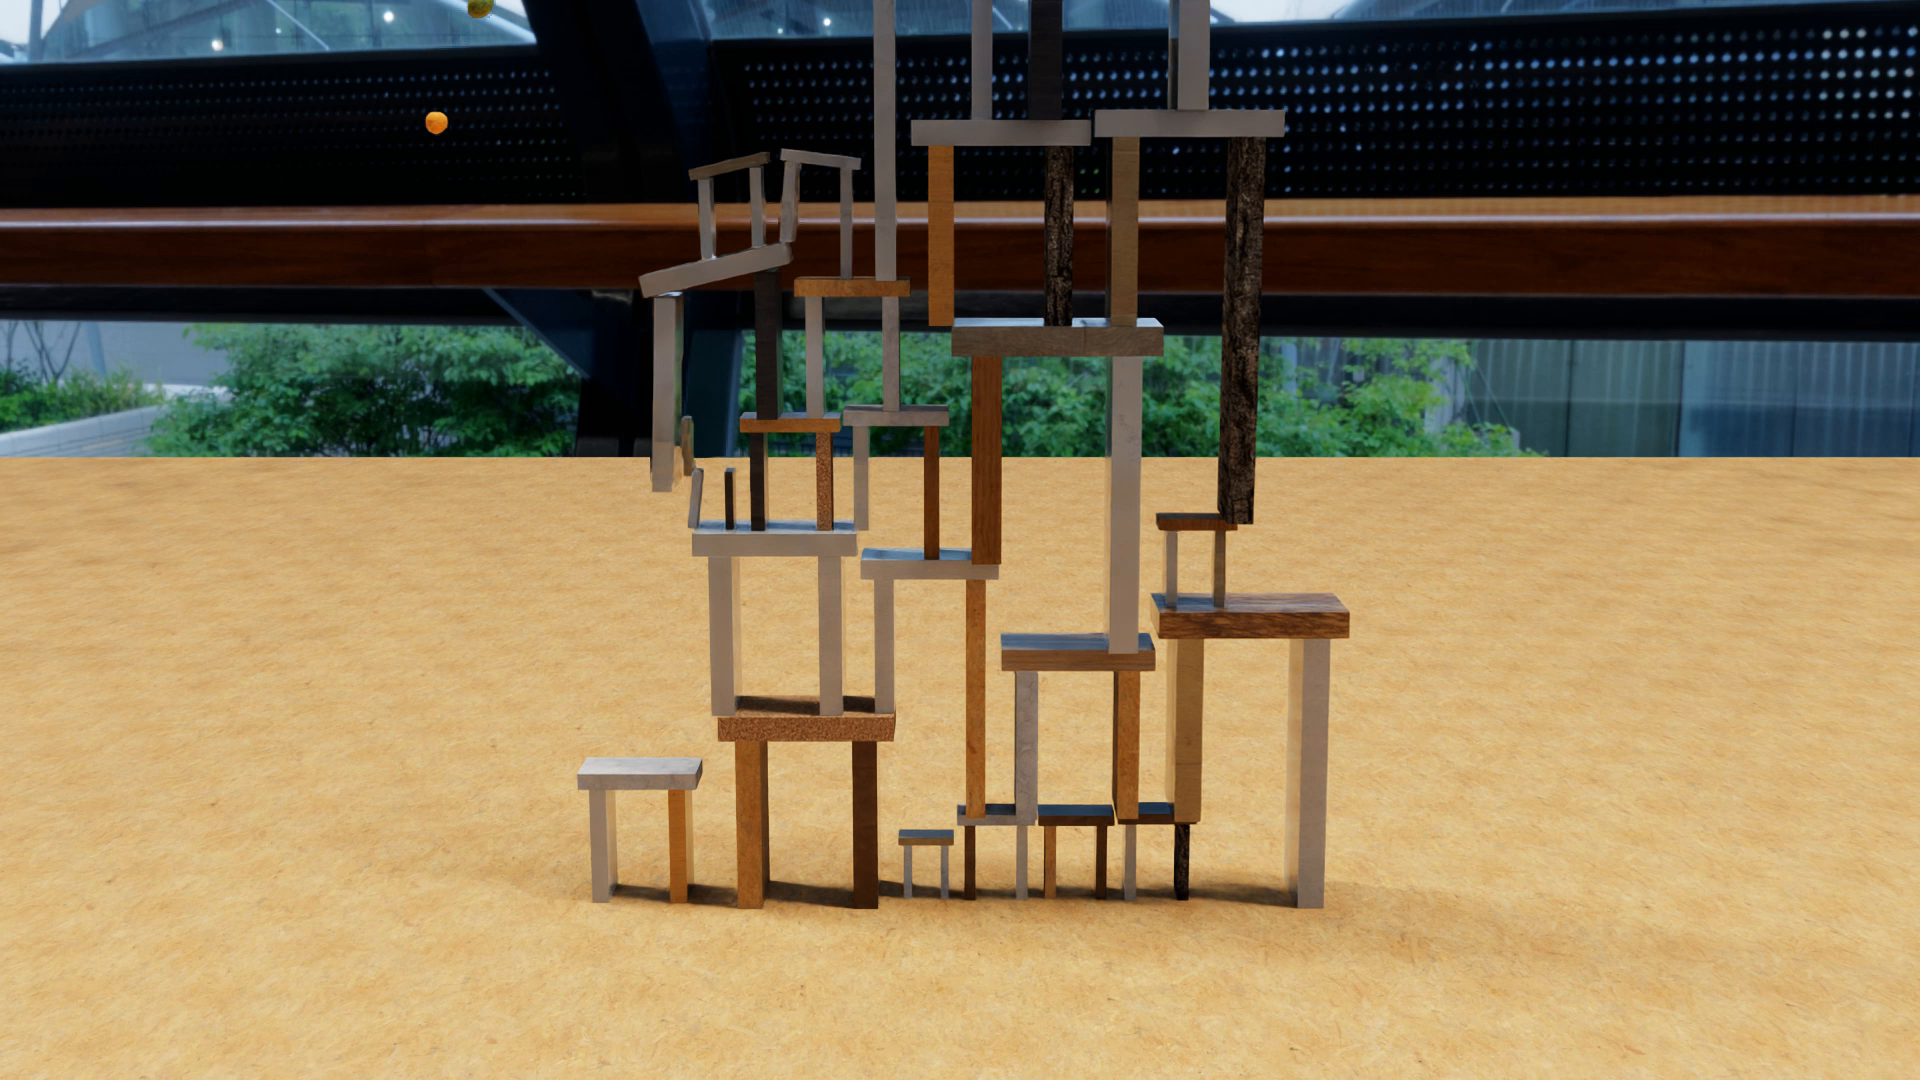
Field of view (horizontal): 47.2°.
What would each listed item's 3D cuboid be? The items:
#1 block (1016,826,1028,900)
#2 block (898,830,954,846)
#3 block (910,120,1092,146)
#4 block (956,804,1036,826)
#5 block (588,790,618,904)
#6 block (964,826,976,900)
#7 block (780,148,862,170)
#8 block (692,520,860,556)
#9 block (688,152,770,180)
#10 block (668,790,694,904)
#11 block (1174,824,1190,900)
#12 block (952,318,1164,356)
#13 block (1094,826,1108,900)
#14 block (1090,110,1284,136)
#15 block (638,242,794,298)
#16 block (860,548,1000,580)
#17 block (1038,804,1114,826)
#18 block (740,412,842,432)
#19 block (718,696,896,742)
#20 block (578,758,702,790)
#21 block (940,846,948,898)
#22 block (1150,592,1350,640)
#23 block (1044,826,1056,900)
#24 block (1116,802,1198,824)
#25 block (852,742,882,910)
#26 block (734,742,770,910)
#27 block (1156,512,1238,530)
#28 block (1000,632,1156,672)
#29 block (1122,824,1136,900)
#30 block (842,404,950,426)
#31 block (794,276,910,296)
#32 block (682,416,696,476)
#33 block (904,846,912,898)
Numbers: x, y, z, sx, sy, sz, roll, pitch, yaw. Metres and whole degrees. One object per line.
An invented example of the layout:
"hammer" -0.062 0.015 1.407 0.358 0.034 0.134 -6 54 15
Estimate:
"block" 0.102 0.527 3.657 0.018 0.129 0.064 0 11 0
"block" -0.056 0.494 3.649 0.092 0.013 0.046 0 11 0
"block" 0.063 -0.637 3.442 0.276 0.039 0.138 0 11 0
"block" 0.059 0.455 3.644 0.129 0.018 0.064 0 10 0
"block" -0.592 0.494 3.654 0.027 0.194 0.097 0 11 0
"block" 0.016 0.527 3.657 0.018 0.129 0.064 0 11 0
"block" -0.217 -0.597 3.446 0.124 0.018 0.062 7 10 -1
"block" -0.295 -0.004 3.558 0.262 0.037 0.131 0 11 0
"block" -0.361 -0.587 3.454 0.123 0.017 0.062 -13 10 2
"block" -0.463 0.494 3.654 0.027 0.194 0.097 0 11 0
"block" 0.369 0.526 3.656 0.018 0.130 0.065 0 11 0
"block" 0.151 -0.323 3.496 0.329 0.047 0.165 0 11 0
"block" 0.234 0.527 3.662 0.018 0.126 0.063 0 11 0
"block" 0.352 -0.651 3.434 0.290 0.041 0.145 0 11 0
"block" -0.384 -0.430 3.477 0.232 0.033 0.116 -13 10 2
"block" -0.048 0.038 3.571 0.221 0.031 0.111 0 10 0
"block" 0.192 0.457 3.648 0.126 0.018 0.063 0 11 0
"block" -0.270 -0.189 3.523 0.158 0.022 0.079 0 11 0
"block" -0.249 0.292 3.610 0.284 0.040 0.142 0 11 0
"block" -0.528 0.386 3.634 0.194 0.027 0.097 0 11 0
"block" -0.025 0.545 3.659 0.013 0.092 0.046 0 11 0
"block" 0.469 0.123 3.584 0.304 0.043 0.152 0 11 -1
"block" 0.150 0.527 3.662 0.018 0.126 0.063 0 11 0
"block" 0.324 0.453 3.643 0.131 0.018 0.065 0 11 0
"block" -0.154 0.451 3.640 0.040 0.283 0.142 0 11 0
"block" -0.343 0.451 3.640 0.040 0.284 0.142 0 11 0
"block" 0.381 -0.030 3.551 0.125 0.018 0.063 0 11 -1
"block" 0.191 0.183 3.596 0.247 0.035 0.124 0 11 0
"block" 0.281 0.526 3.657 0.018 0.130 0.065 0 11 0
"block" -0.101 -0.200 3.525 0.168 0.024 0.084 0 11 0
"block" -0.169 -0.402 3.486 0.181 0.026 0.090 0 11 0
"block" -0.436 -0.151 3.528 0.013 0.093 0.046 -2 10 0
"block" -0.086 0.545 3.659 0.013 0.092 0.046 0 11 0
